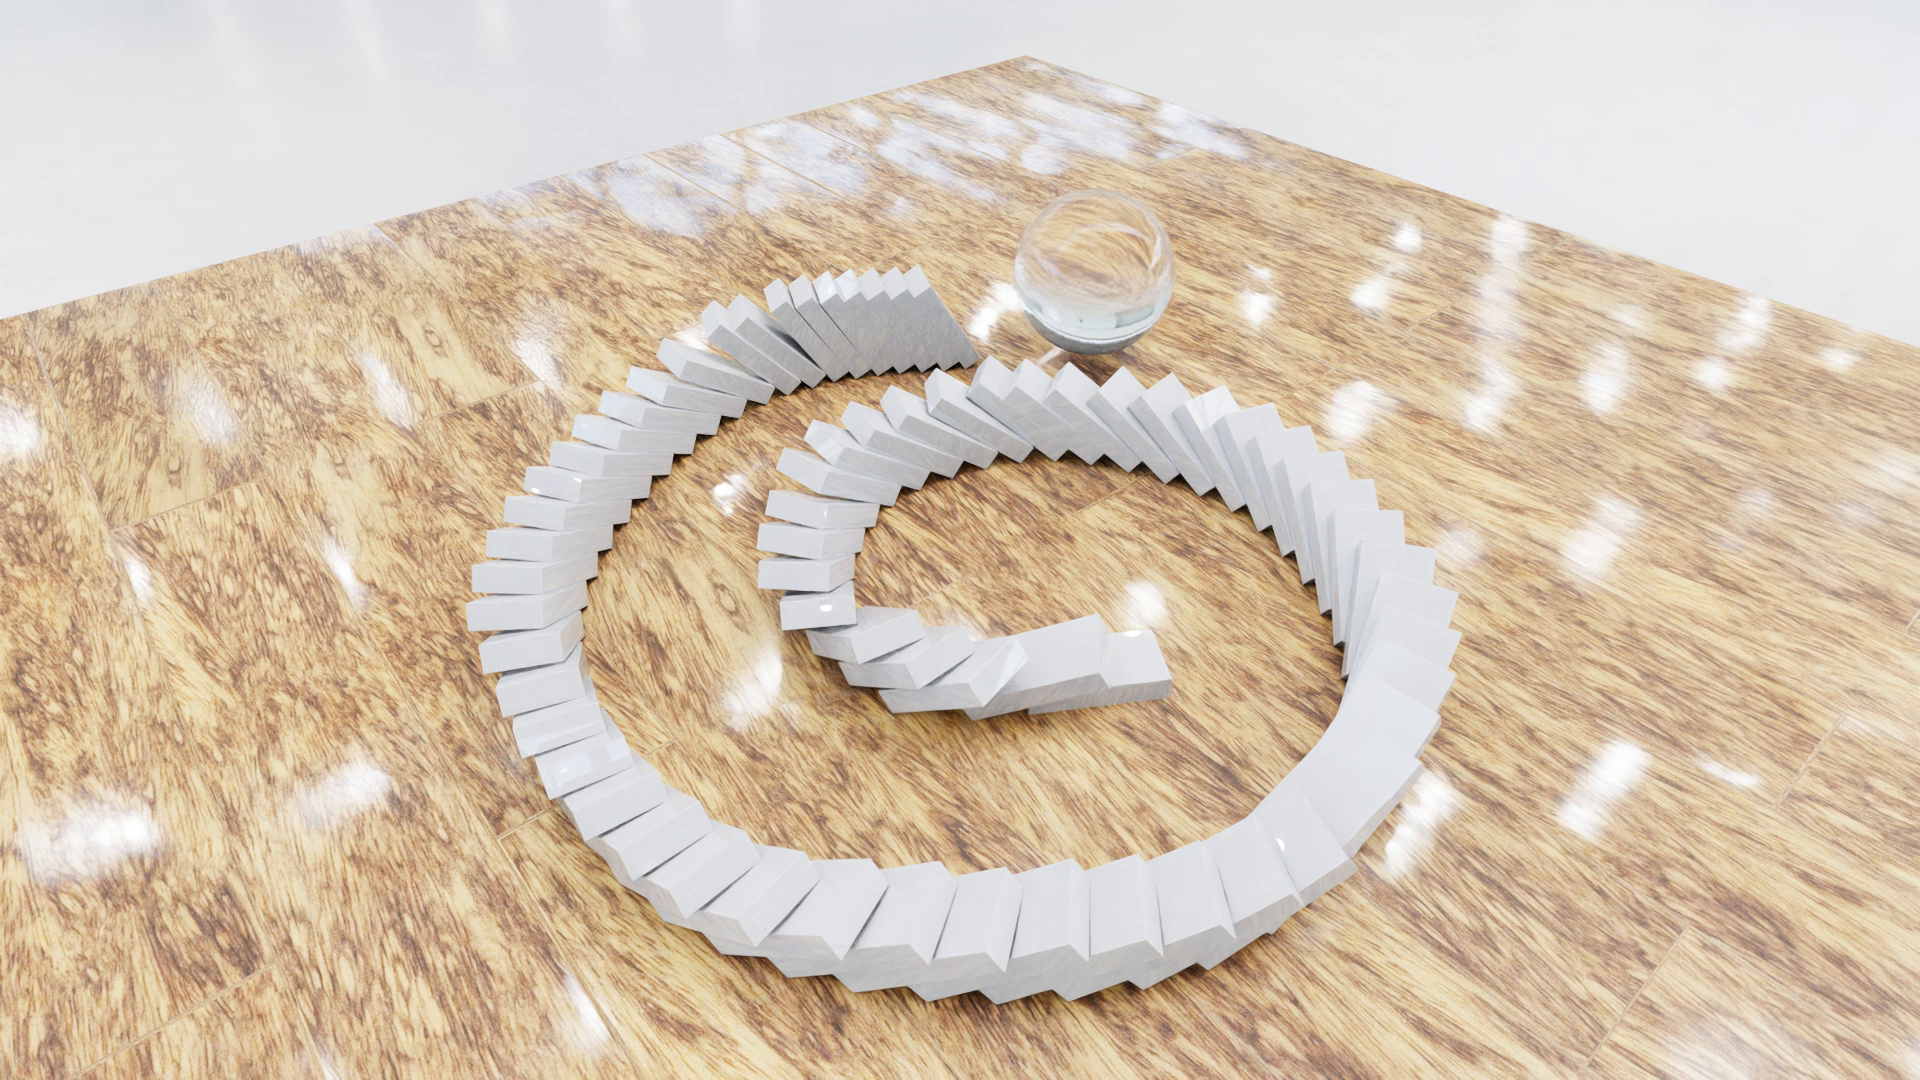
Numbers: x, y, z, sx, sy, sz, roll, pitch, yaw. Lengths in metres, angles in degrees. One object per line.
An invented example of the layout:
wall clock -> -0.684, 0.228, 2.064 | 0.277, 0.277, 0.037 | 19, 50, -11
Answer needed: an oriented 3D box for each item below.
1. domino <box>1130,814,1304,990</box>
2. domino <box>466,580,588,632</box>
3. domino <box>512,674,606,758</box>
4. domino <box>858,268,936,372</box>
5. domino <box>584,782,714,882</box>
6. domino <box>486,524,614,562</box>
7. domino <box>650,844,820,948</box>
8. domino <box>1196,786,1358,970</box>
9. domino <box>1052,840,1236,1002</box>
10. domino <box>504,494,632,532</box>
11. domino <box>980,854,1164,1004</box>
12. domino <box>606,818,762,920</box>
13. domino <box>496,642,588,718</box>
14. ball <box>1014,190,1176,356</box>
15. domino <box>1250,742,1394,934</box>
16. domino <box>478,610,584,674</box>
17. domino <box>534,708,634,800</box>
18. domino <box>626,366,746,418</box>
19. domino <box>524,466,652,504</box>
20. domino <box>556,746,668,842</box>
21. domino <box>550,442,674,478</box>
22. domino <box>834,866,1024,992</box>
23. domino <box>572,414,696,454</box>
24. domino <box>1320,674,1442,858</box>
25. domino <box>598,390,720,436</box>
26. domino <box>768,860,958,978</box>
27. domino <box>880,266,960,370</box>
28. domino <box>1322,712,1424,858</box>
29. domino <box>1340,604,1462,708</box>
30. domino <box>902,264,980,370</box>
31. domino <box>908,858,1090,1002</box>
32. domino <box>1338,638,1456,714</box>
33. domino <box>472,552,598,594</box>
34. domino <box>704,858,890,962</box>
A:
domino -> 0.065, 0.099, 0.301 | 0.050, 0.009, 0.025 | -33, 39, 13
domino -> -0.154, 0.023, 0.394 | 0.025, 0.010, 0.050 | -2, 6, -2
domino -> -0.130, 0.056, 0.355 | 0.025, 0.009, 0.050 | -17, 9, -19
domino -> -0.031, -0.109, 0.546 | 0.010, 0.050, 0.025 | -33, 41, 9
domino -> -0.094, 0.083, 0.322 | 0.025, 0.009, 0.050 | -29, 14, -30
domino -> -0.156, 0.000, 0.423 | 0.025, 0.010, 0.050 | 5, 6, 7
domino -> -0.064, 0.096, 0.305 | 0.050, 0.010, 0.025 | -10, 24, 47
domino -> 0.082, 0.094, 0.307 | 0.050, 0.010, 0.025 | -38, 42, 9
domino -> 0.047, 0.103, 0.297 | 0.050, 0.009, 0.025 | -29, 36, 19
domino -> -0.155, -0.012, 0.437 | 0.025, 0.009, 0.050 | 9, 7, 11
domino -> 0.029, 0.105, 0.295 | 0.050, 0.009, 0.025 | -26, 34, 22
domino -> -0.080, 0.090, 0.312 | 0.025, 0.010, 0.050 | -34, 16, -33
domino -> -0.138, 0.046, 0.367 | 0.025, 0.010, 0.050 | -14, 8, -16
ball -> 0.067, -0.133, 0.550 | 0.080, 0.080, 0.080 | 0, 39, 0
domino -> 0.097, 0.086, 0.318 | 0.050, 0.010, 0.025 | -46, 50, 0
domino -> -0.147, 0.035, 0.380 | 0.025, 0.010, 0.050 | -9, 6, -11
domino -> -0.119, 0.066, 0.343 | 0.025, 0.009, 0.050 | -20, 10, -23
domino -> -0.125, -0.068, 0.505 | 0.025, 0.009, 0.050 | 27, 13, 29
domino -> -0.152, -0.023, 0.452 | 0.025, 0.010, 0.050 | 12, 8, 15
domino -> -0.107, 0.075, 0.332 | 0.025, 0.009, 0.050 | -24, 12, -26
domino -> -0.146, -0.034, 0.465 | 0.025, 0.010, 0.050 | 14, 8, 16
domino -> -0.009, 0.105, 0.295 | 0.050, 0.010, 0.025 | -20, 30, 30
domino -> -0.141, -0.046, 0.479 | 0.025, 0.009, 0.050 | 19, 10, 21
domino -> 0.123, 0.069, 0.338 | 0.025, 0.010, 0.050 | 32, 83, 33
domino -> -0.133, -0.057, 0.492 | 0.025, 0.009, 0.050 | 22, 11, 24
domino -> -0.026, 0.103, 0.297 | 0.050, 0.009, 0.025 | -19, 29, 33
domino -> -0.020, -0.110, 0.547 | 0.010, 0.050, 0.025 | -33, 41, 9
domino -> 0.111, 0.079, 0.327 | 0.050, 0.009, 0.025 | -48, 52, -2
domino -> 0.143, 0.049, 0.362 | 0.025, 0.009, 0.050 | 23, 79, 25
domino -> -0.009, -0.111, 0.549 | 0.009, 0.050, 0.025 | -33, 41, 9
domino -> 0.010, 0.105, 0.295 | 0.050, 0.010, 0.025 | -24, 32, 25
domino -> 0.134, 0.060, 0.350 | 0.025, 0.010, 0.050 | 28, 81, 29
domino -> -0.157, 0.012, 0.409 | 0.025, 0.009, 0.050 | 2, 6, 3
domino -> -0.045, 0.100, 0.300 | 0.050, 0.009, 0.025 | -15, 26, 40
